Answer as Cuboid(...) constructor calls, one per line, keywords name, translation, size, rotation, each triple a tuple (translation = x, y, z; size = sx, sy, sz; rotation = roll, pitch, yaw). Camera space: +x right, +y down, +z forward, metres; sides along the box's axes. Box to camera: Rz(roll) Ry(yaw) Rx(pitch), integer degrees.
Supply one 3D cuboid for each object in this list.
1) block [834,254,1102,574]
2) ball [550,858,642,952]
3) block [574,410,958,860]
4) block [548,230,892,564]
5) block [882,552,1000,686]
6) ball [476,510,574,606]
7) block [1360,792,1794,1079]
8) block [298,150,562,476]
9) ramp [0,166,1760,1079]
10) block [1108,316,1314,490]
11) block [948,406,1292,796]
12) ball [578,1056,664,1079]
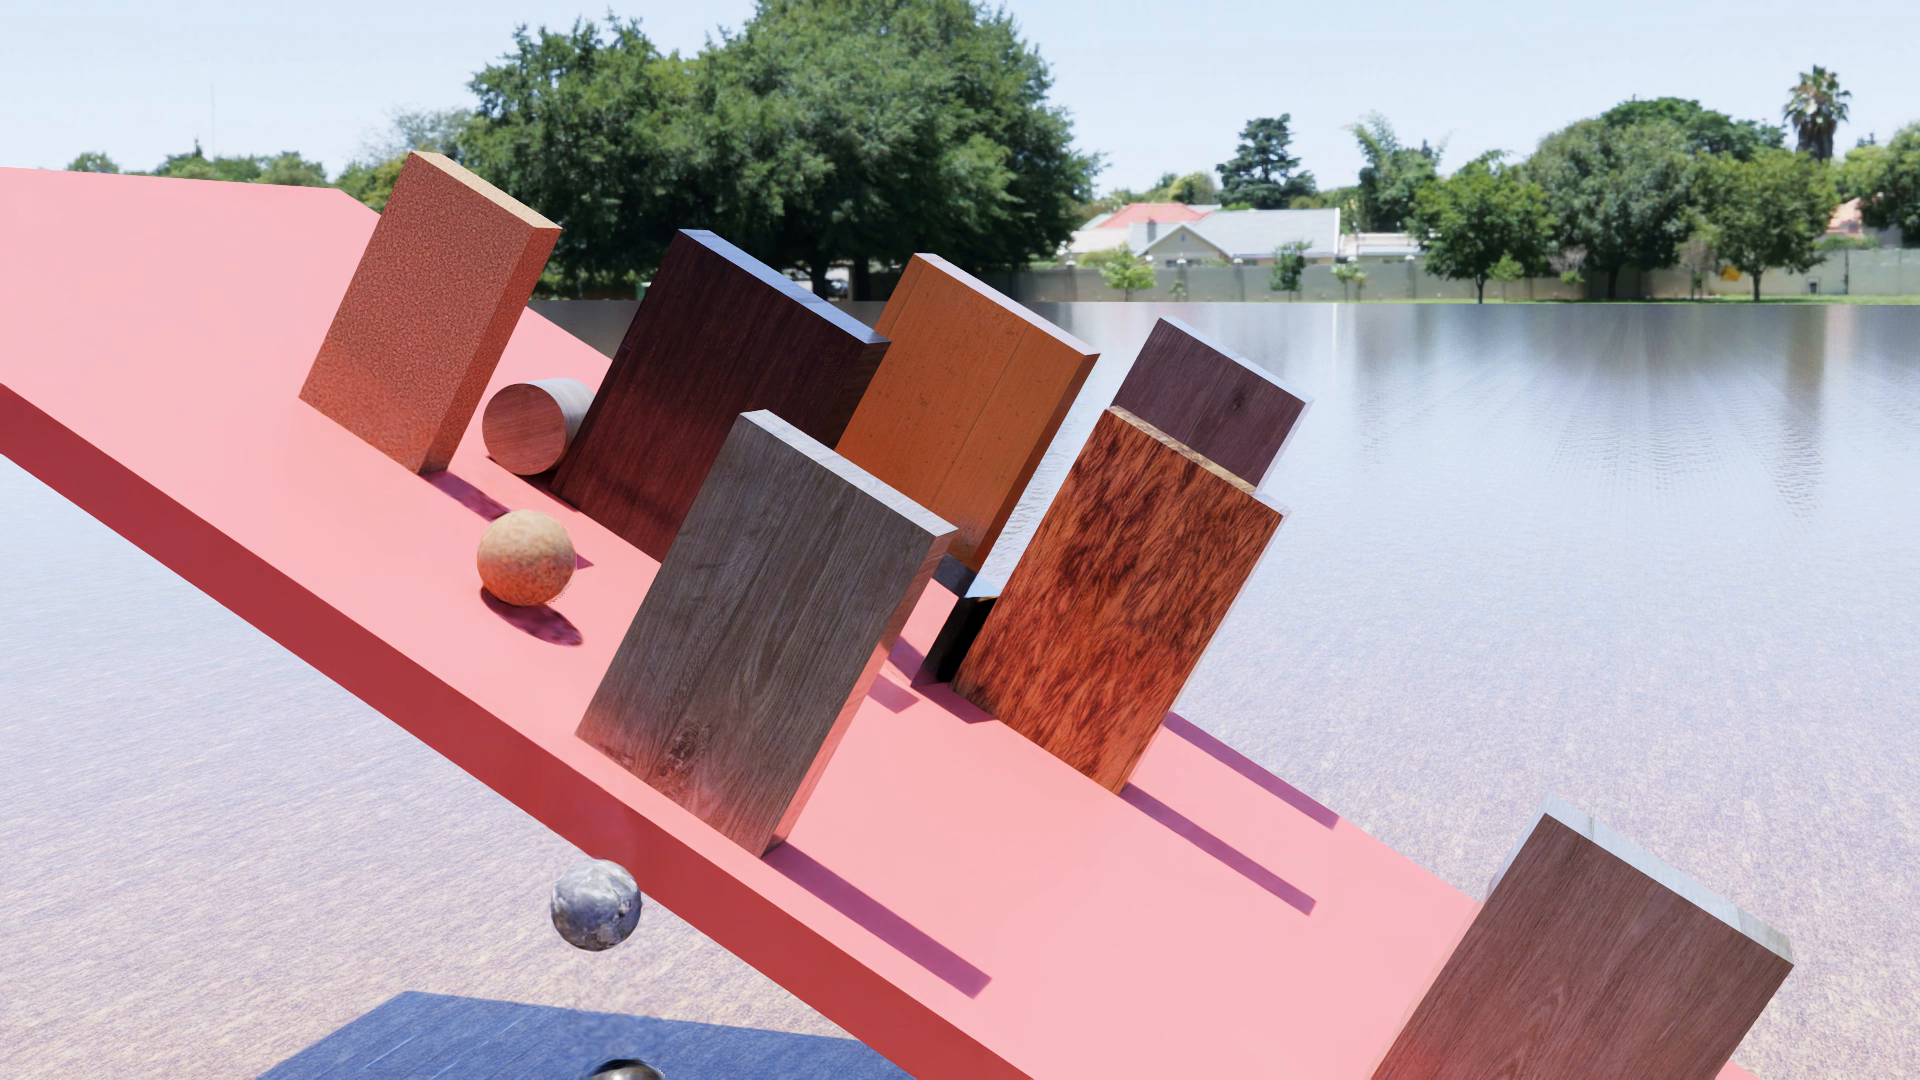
Cuboid(name="block", translation=(-0.061, -0.195, 4.577), size=(0.413, 0.681, 0.141), rotation=(32, 15, 11))
Cuboid(name="ball", translation=(-0.504, 0.505, 3.044), size=(0.126, 0.126, 0.126), rotation=(0, 7, 0))
Cuboid(name="block", translation=(-0.291, 0.138, 3.244), size=(0.342, 0.559, 0.102), rotation=(32, 15, 11))
Cuboid(name="block", translation=(-0.459, -0.234, 4.179), size=(0.425, 0.570, 0.145), rotation=(32, 15, 11))
Cuboid(name="block", translation=(-0.079, 0.143, 4.349), size=(0.205, 0.205, 0.205), rotation=(35, 16, 24))
Cuboid(name="ball", translation=(-0.714, 0.030, 3.618), size=(0.159, 0.159, 0.159), rotation=(0, 7, 0))
Cuboid(name="block", translation=(0.926, 0.754, 3.380), size=(0.411, 0.589, 0.141), rotation=(32, 15, 11))
Cuboid(name="block", translation=(-0.957, -0.408, 3.962), size=(0.276, 0.504, 0.105), rotation=(32, 15, 11))
Cuboid(name="ramp", translation=(-0.195, 0.321, 4.133), size=(4.000, 0.100, 2.000), rotation=(32, 15, 11))
Cuboid(name="block", translation=(0.422, -0.066, 4.866), size=(0.366, 0.773, 0.138), rotation=(32, 15, 11))
Cuboid(name="block", translation=(0.307, 0.117, 4.286), size=(0.397, 0.641, 0.111), rotation=(32, 15, 11))
Cuboid(name="ball", translation=(-0.470, 0.786, 3.041), size=(0.142, 0.142, 0.142), rotation=(0, 7, 0))
